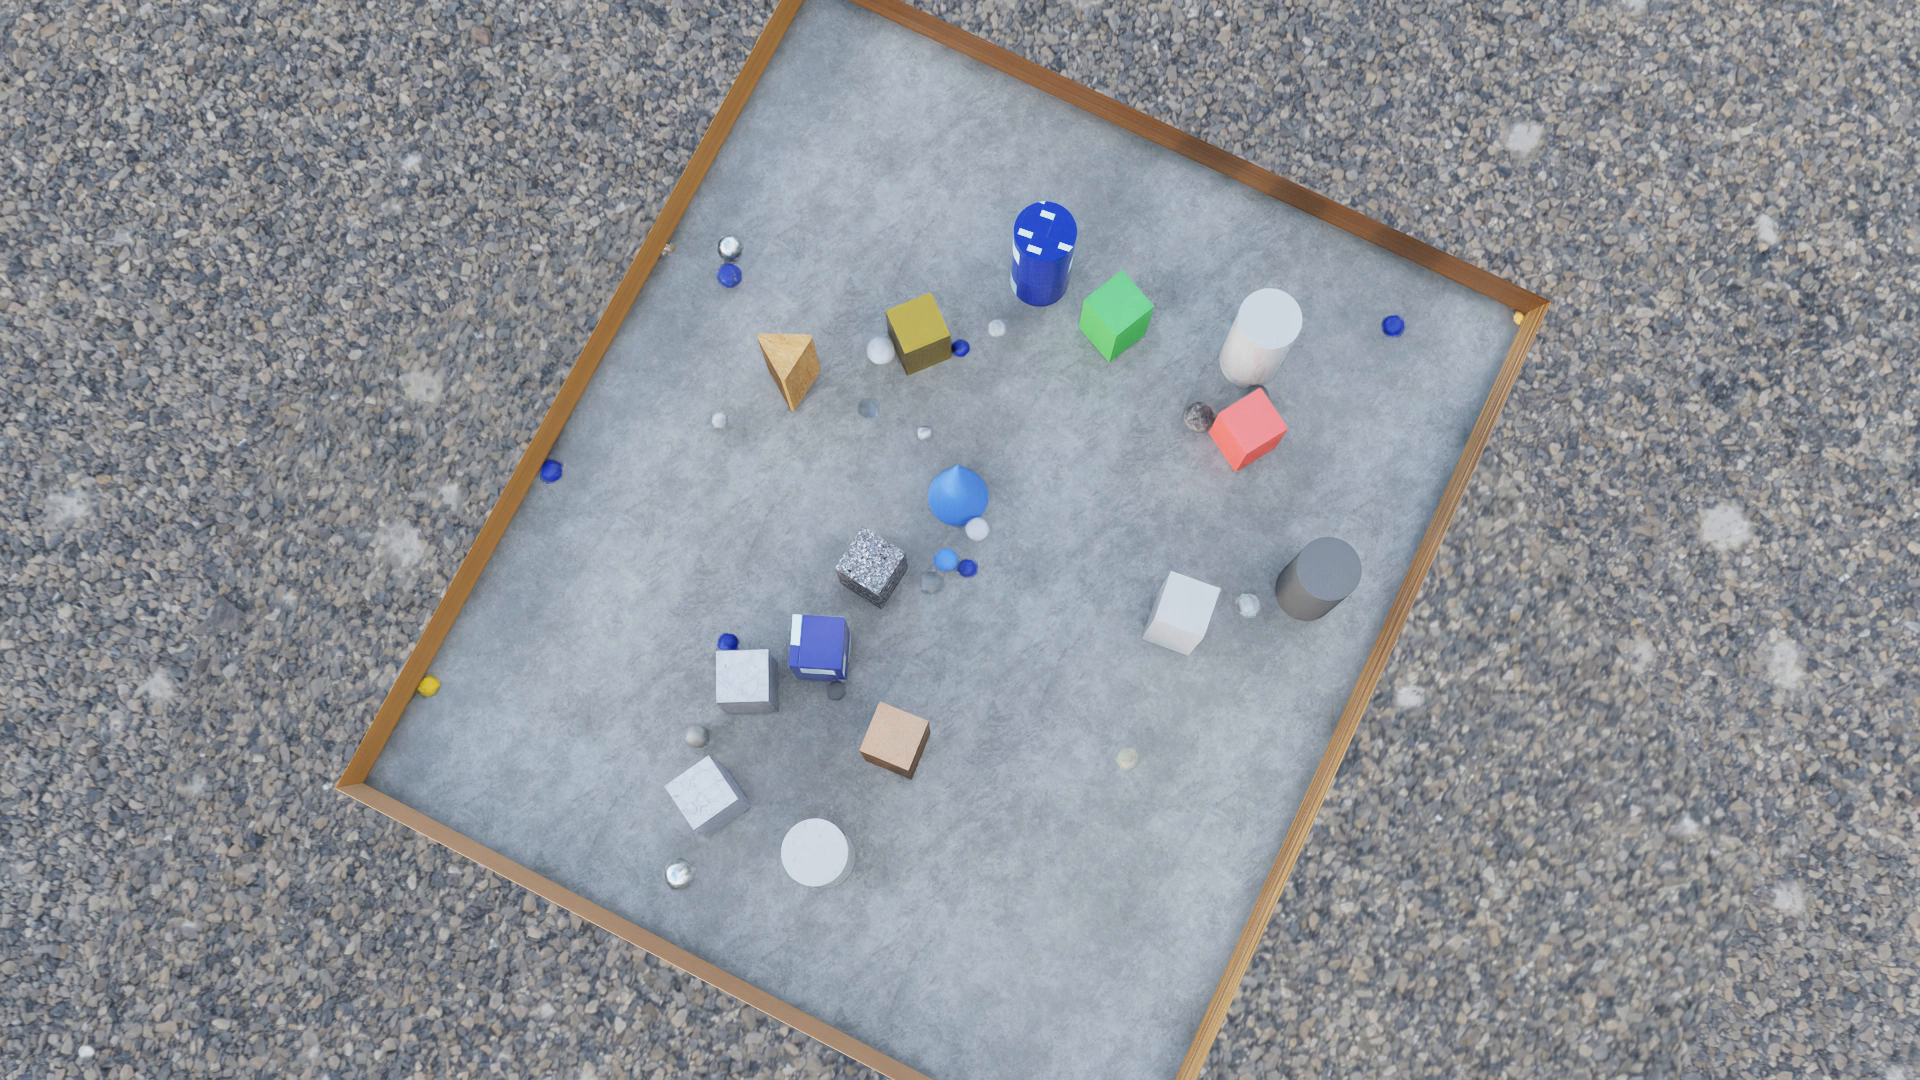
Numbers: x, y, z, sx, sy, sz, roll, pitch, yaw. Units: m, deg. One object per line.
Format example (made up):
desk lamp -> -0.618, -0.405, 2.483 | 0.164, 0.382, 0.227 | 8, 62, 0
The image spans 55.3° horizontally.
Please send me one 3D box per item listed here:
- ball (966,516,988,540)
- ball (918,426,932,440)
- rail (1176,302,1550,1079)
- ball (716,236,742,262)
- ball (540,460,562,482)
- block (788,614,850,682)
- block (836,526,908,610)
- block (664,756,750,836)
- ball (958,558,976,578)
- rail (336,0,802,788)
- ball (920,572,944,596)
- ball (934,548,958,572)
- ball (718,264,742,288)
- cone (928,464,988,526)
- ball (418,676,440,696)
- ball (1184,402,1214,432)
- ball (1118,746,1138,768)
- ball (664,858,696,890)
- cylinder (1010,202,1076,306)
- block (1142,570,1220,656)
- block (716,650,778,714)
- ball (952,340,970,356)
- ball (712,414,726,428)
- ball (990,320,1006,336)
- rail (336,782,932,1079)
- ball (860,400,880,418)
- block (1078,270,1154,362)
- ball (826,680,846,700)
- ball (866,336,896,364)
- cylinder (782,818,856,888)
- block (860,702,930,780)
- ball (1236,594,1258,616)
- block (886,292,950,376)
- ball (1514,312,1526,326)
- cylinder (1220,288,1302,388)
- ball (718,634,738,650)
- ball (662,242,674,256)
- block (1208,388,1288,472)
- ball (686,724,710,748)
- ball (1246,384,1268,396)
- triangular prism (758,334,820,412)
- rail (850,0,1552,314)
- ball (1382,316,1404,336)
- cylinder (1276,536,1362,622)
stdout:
ball -> 0.052, -0.034, 5.586 | 0.072, 0.072, 0.072 | 0, 78, 0
ball -> -0.109, -0.331, 5.661 | 0.046, 0.046, 0.046 | 0, 78, 0
rail -> 1.139, 0.564, 5.437 | 0.045, 0.121, 2.965 | 26, 80, 5
ball -> -0.724, -0.917, 5.765 | 0.081, 0.081, 0.081 | 0, 78, 0
ball -> -1.254, -0.212, 5.626 | 0.067, 0.067, 0.067 | 0, 78, 0
block -> -0.410, 0.322, 5.396 | 0.149, 0.302, 0.149 | 4, 78, 1
block -> -0.262, 0.085, 5.472 | 0.149, 0.248, 0.149 | 32, 80, 6
block -> -0.724, 0.740, 5.290 | 0.149, 0.339, 0.149 | -35, 80, -7
ball -> 0.021, 0.085, 5.570 | 0.057, 0.057, 0.057 | 0, 78, 0
rail -> -1.139, -0.551, 5.667 | 0.045, 0.121, 2.965 | 26, 80, 5
ball -> -0.085, 0.132, 5.551 | 0.074, 0.074, 0.074 | 0, 78, 0
ball -> -0.044, 0.060, 5.567 | 0.073, 0.073, 0.073 | 0, 78, 0
ball -> -0.721, -0.829, 5.750 | 0.074, 0.074, 0.074 | 0, 78, 0
cone -> -0.005, -0.175, 5.444 | 0.187, 0.407, 0.187 | 0, 78, 0
ball -> -1.593, 0.438, 5.493 | 0.064, 0.064, 0.064 | 0, 78, 0
ball -> 0.737, -0.379, 5.648 | 0.091, 0.091, 0.091 | 0, 78, 0
ball -> 0.500, 0.646, 5.451 | 0.062, 0.062, 0.062 | 0, 78, 0
ball -> -0.821, 0.979, 5.366 | 0.093, 0.093, 0.093 | 0, 78, 0
cylinder -> 0.251, -0.867, 5.588 | 0.187, 0.407, 0.187 | 0, 78, 0
block -> 0.646, 0.219, 5.383 | 0.149, 0.368, 0.149 | 20, 79, 4
block -> -0.623, 0.418, 5.385 | 0.149, 0.285, 0.149 | -2, 78, 0
ball -> 0.002, -0.599, 5.712 | 0.055, 0.055, 0.055 | 0, 78, 0
ball -> -0.744, -0.367, 5.669 | 0.045, 0.045, 0.045 | 0, 78, 0
ball -> 0.118, -0.662, 5.726 | 0.054, 0.054, 0.054 | 0, 78, 0
rail -> -0.652, 1.284, 5.288 | 2.594, 0.121, 0.045 | 26, 80, 5
ball -> -0.281, -0.405, 5.669 | 0.061, 0.061, 0.061 | 0, 78, 0
block -> 0.477, -0.684, 5.623 | 0.149, 0.264, 0.149 | -39, 81, -7
ball -> -0.370, 0.452, 5.492 | 0.060, 0.060, 0.060 | 0, 78, 0
ball -> -0.245, -0.590, 5.692 | 0.090, 0.090, 0.090 | 0, 78, 0
cylinder -> -0.403, 0.901, 5.253 | 0.187, 0.346, 0.187 | 0, 78, 0
block -> -0.185, 0.585, 5.319 | 0.149, 0.346, 0.149 | 22, 79, 4
ball -> 0.868, 0.196, 5.540 | 0.069, 0.069, 0.069 | 0, 78, 0
block -> -0.127, -0.631, 5.631 | 0.149, 0.228, 0.149 | -23, 79, -5
ball -> 1.756, -0.694, 5.736 | 0.047, 0.047, 0.047 | 0, 78, 0
cylinder -> 0.904, -0.604, 5.536 | 0.187, 0.401, 0.187 | 0, 78, 0
ball -> -0.698, 0.312, 5.520 | 0.063, 0.063, 0.063 | 0, 78, 0
ball -> -0.923, -0.918, 5.785 | 0.043, 0.043, 0.043 | 0, 78, 0
block -> 0.874, -0.332, 5.569 | 0.149, 0.227, 0.149 | -31, 80, -6
ball -> -0.780, 0.585, 5.459 | 0.072, 0.072, 0.072 | 0, 78, 0
ball -> 0.923, -0.447, 5.675 | 0.067, 0.067, 0.067 | 0, 78, 0
triangular prism -> -0.538, -0.536, 5.558 | 0.140, 0.332, 0.162 | 31, 80, 6
rail -> 0.652, -1.271, 5.816 | 2.594, 0.121, 0.045 | 26, 80, 5
ball -> 1.349, -0.669, 5.721 | 0.067, 0.067, 0.067 | 0, 78, 0
cylinder -> 1.054, 0.119, 5.407 | 0.187, 0.361, 0.187 | 0, 78, 0
